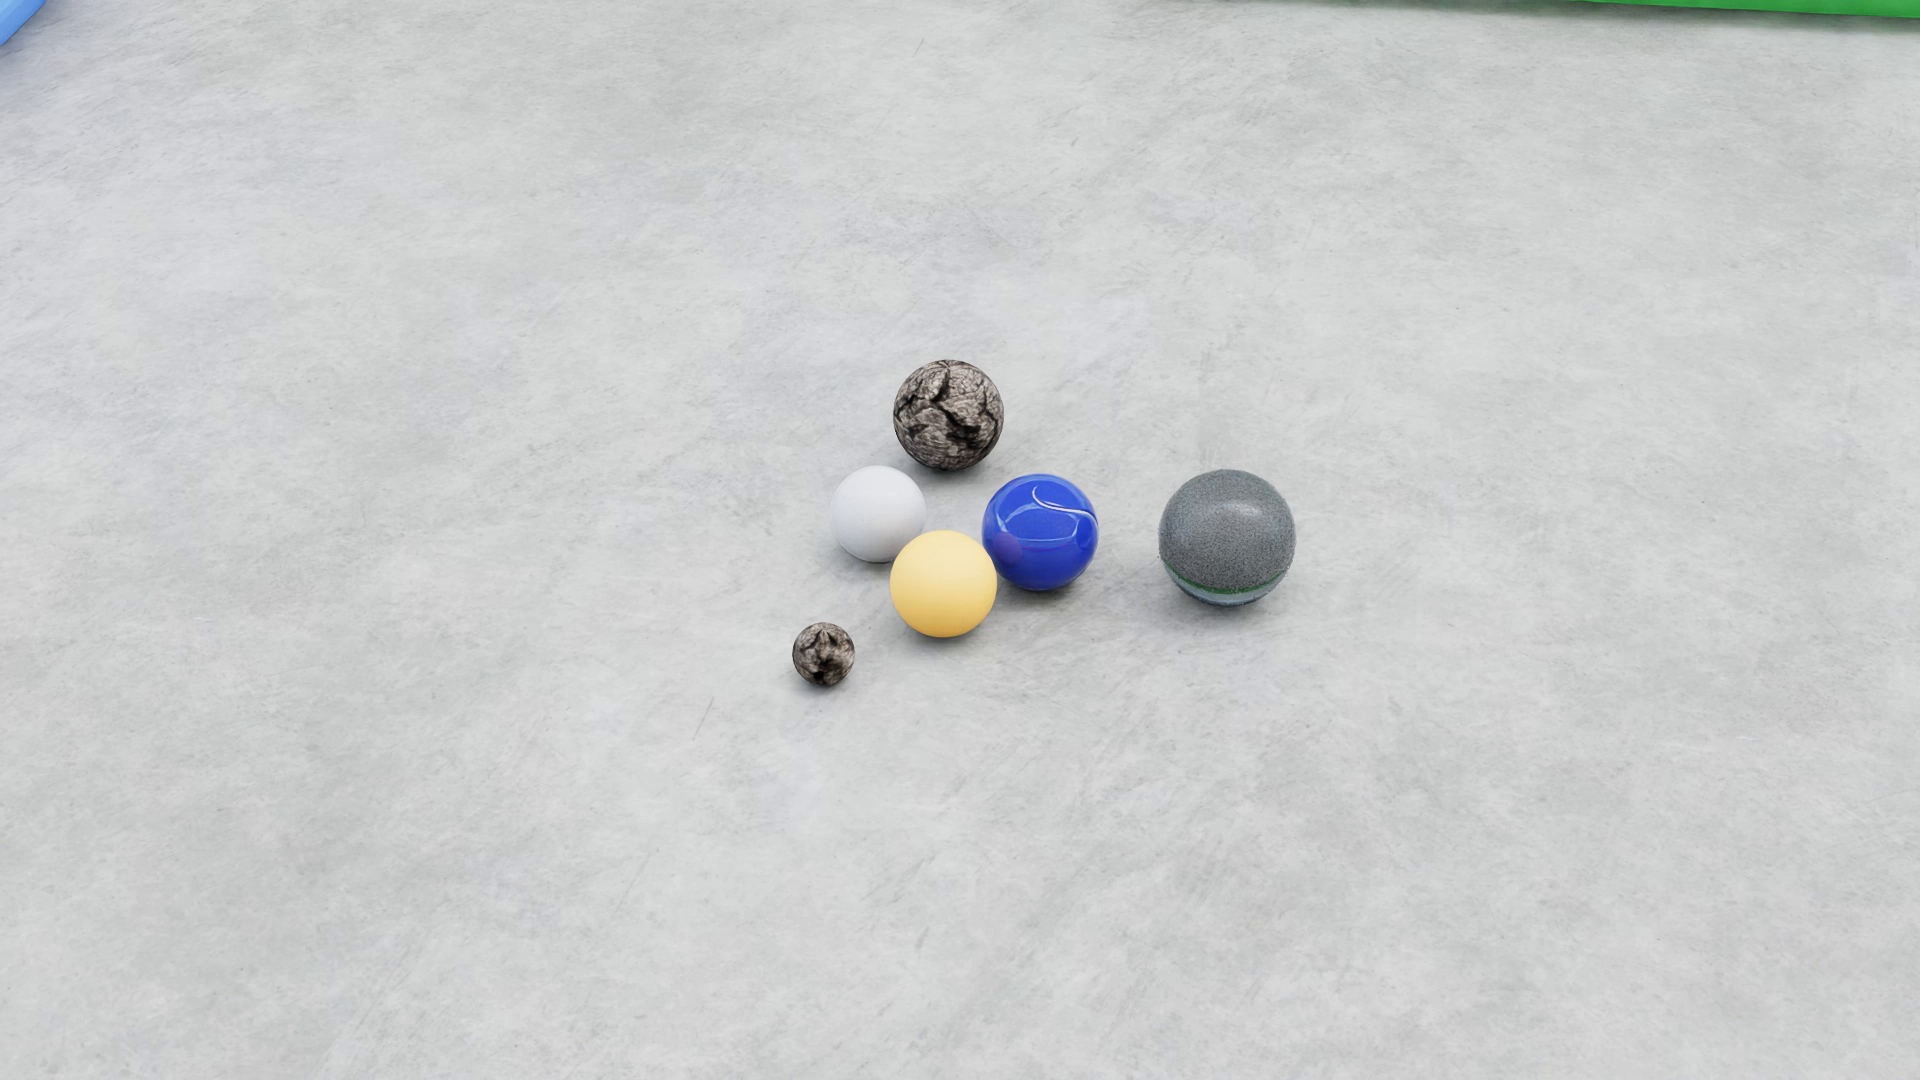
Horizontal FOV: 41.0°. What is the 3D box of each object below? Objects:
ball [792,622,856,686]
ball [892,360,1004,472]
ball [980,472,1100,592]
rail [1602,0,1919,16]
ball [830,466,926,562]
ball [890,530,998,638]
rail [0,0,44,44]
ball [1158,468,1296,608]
[{"bbox_3d":[-0.087,0.073,1.637,0.040,0.040,0.040,0,36,0],"label":"ball"},{"bbox_3d":[-0.008,-0.089,1.828,0.080,0.080,0.080,0,36,0],"label":"ball"},{"bbox_3d":[0.053,-0.005,1.712,0.079,0.079,0.079,0,36,0],"label":"ball"},{"bbox_3d":[1.122,-0.527,2.405,4.028,0.119,0.045,4,36,6],"label":"rail"},{"bbox_3d":[-0.055,-0.018,1.741,0.066,0.066,0.066,0,36,0],"label":"ball"},{"bbox_3d":[-0.011,0.029,1.673,0.070,0.070,0.070,0,36,0],"label":"ball"},{"bbox_3d":[-0.976,-0.090,1.795,0.045,0.119,2.049,4,36,6],"label":"rail"},{"bbox_3d":[0.176,-0.001,1.696,0.092,0.092,0.092,0,36,0],"label":"ball"}]
